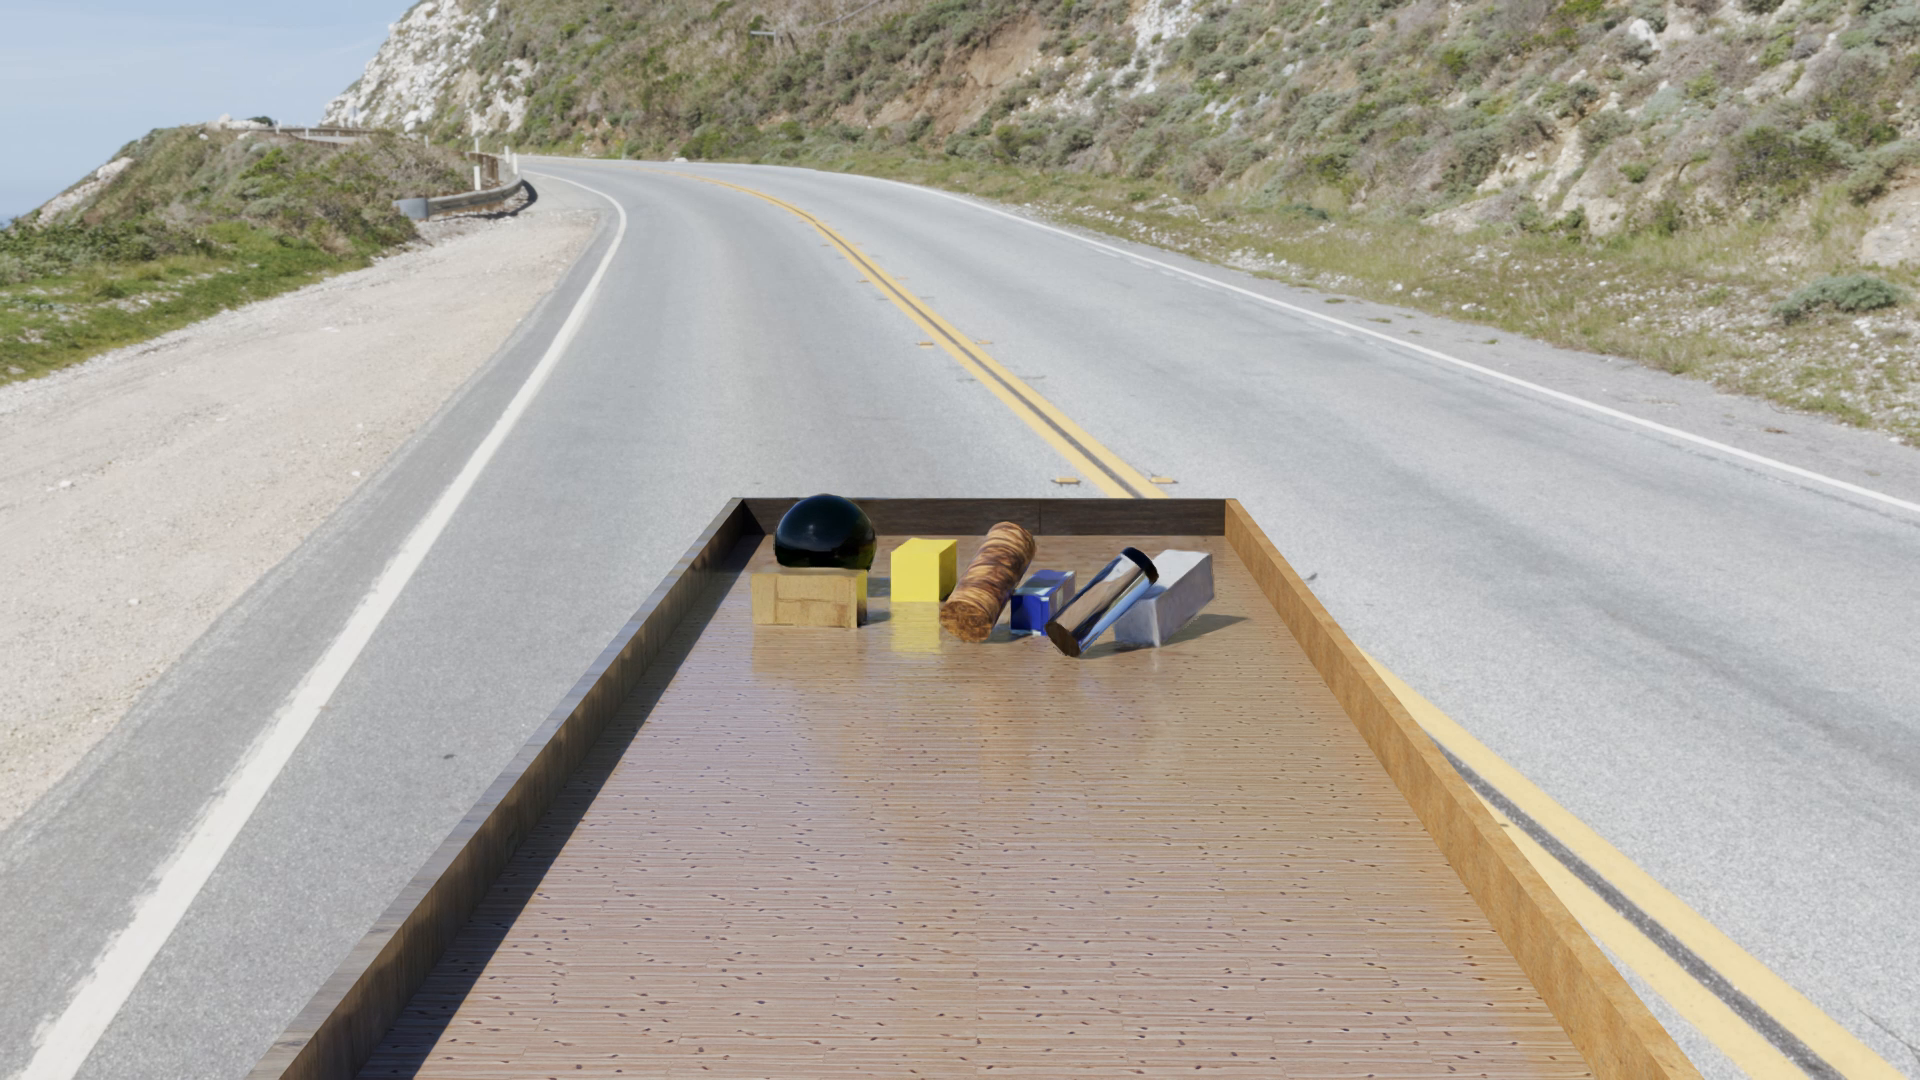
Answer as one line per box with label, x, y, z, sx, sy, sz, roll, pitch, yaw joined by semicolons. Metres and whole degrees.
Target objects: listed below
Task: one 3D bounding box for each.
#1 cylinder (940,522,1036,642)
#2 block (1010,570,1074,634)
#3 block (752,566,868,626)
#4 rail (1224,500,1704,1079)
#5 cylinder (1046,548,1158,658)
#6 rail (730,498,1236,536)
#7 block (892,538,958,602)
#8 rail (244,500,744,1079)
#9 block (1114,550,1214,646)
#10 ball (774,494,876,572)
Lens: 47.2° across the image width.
cylinder;0.094;0.134;7.053;0.169;0.169;0.409;4;39;25
block;0.276;0.204;7.283;0.125;0.125;0.419;2;11;15
block;-0.498;0.186;7.301;0.353;0.166;0.166;2;8;11
rail;1.046;0.843;3.208;0.050;0.150;12.000;0;9;1
cylinder;0.439;0.190;6.794;0.370;0.143;0.143;-42;29;-25
rail;0.099;-0.098;9.147;2.100;0.150;0.050;0;9;1
block;-0.125;0.105;7.802;0.170;0.170;0.326;2;9;11
rail;-1.004;0.839;3.234;0.050;0.150;12.000;0;9;1
block;0.651;0.183;7.057;0.159;0.159;0.396;5;24;32
ball;-0.474;0.017;7.752;0.360;0.360;0.360;0;9;0
